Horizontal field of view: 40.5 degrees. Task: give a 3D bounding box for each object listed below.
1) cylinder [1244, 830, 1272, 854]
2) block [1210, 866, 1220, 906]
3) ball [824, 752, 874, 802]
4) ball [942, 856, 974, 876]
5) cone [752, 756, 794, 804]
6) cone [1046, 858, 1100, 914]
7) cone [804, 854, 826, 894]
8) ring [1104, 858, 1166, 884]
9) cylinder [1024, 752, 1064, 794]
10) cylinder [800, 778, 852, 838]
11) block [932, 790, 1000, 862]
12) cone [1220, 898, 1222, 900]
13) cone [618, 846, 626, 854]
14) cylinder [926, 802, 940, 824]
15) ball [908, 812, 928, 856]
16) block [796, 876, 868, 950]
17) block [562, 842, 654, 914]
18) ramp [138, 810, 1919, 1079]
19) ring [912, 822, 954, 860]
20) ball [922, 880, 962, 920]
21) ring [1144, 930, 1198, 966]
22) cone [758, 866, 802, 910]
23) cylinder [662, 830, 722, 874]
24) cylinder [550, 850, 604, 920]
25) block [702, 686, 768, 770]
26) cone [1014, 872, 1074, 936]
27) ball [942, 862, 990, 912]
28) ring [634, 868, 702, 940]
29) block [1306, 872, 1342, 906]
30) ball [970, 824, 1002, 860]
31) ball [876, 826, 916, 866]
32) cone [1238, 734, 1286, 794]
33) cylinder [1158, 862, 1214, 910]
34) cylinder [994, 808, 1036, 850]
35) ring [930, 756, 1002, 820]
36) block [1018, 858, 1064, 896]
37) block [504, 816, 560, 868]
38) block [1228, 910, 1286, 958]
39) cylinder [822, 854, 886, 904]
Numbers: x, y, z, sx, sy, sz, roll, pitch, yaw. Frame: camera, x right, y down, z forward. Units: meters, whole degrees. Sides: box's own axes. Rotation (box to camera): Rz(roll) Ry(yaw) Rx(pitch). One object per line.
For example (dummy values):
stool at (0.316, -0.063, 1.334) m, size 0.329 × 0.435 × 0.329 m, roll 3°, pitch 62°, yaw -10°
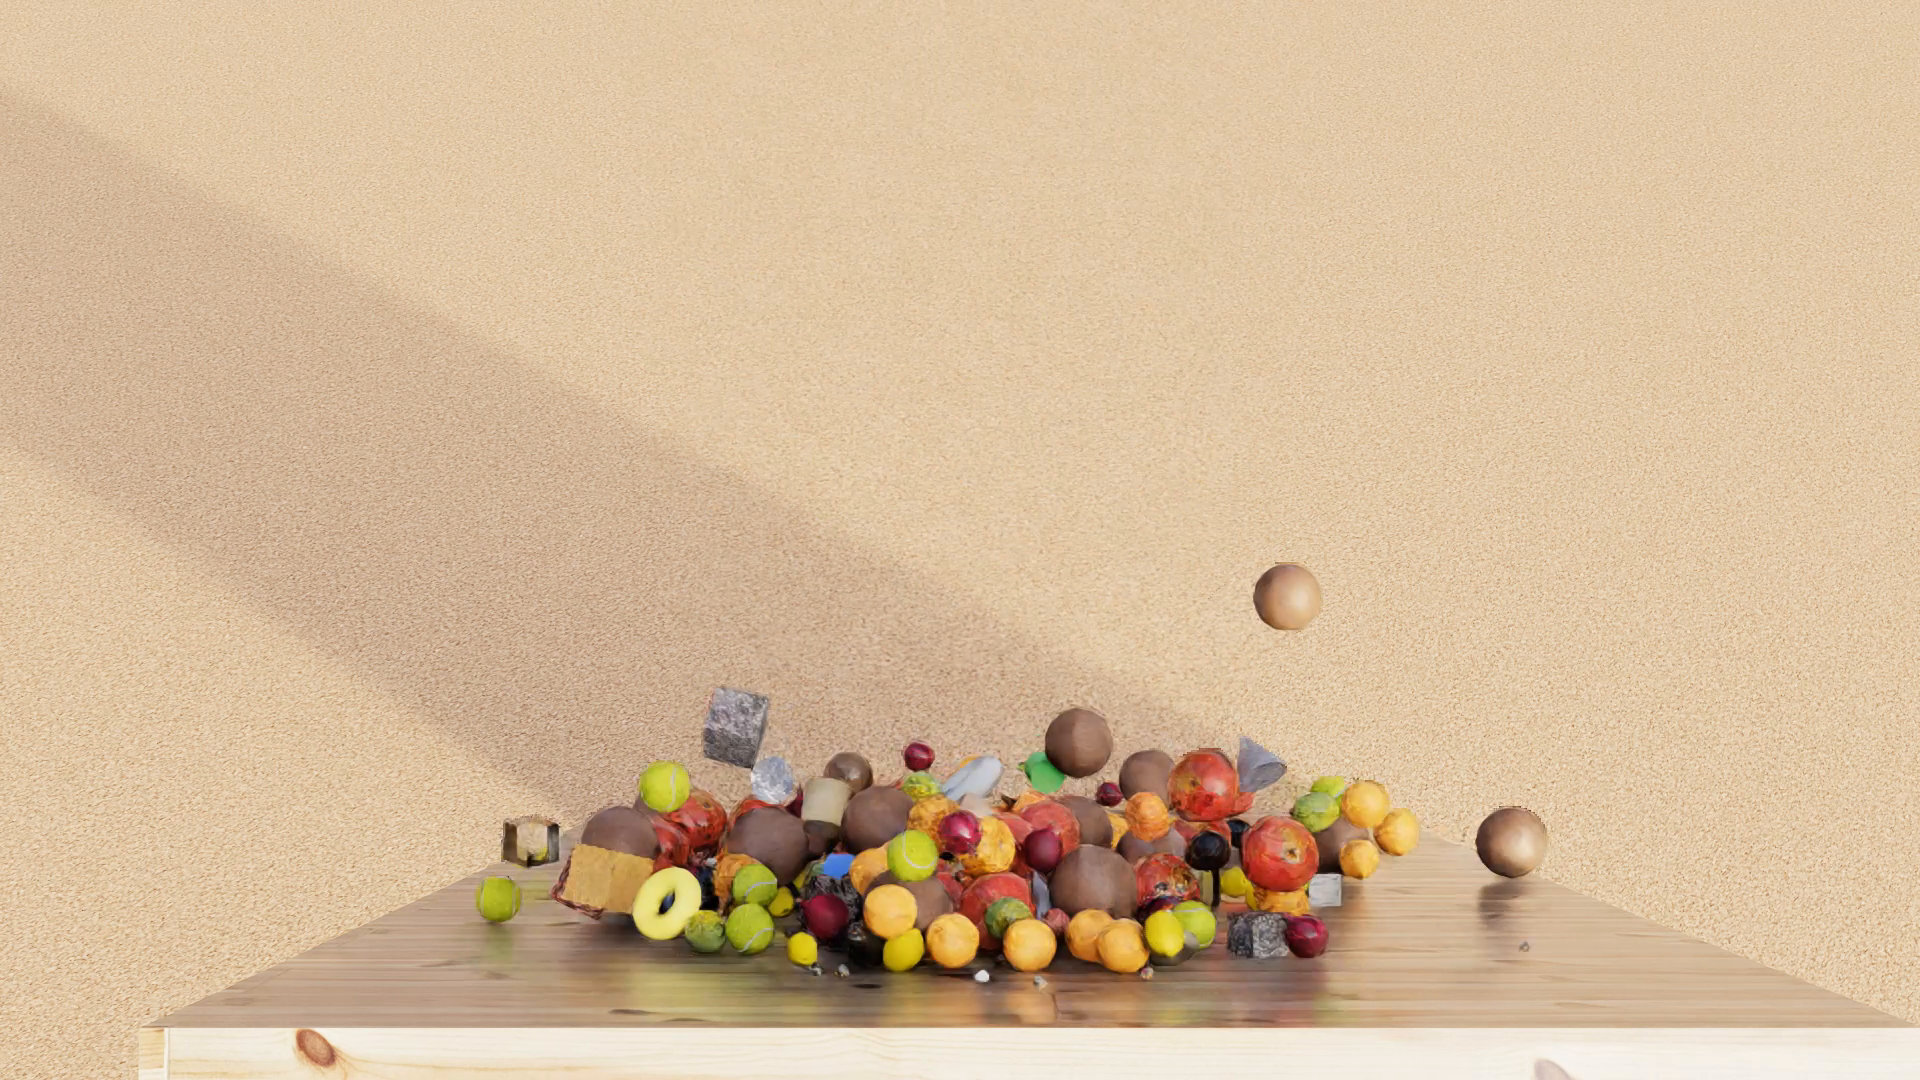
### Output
cylinder at (0.615, 0.624, 5.376) m, size 0.053 × 0.053 × 0.053 m, roll -1°, pitch 36°, yaw 12°
block at (0.385, 0.573, 4.304) m, size 0.063 × 0.063 × 0.063 m, roll 2°, pitch -2°, yaw -39°
ball at (-0.211, 0.447, 4.913) m, size 0.096 × 0.096 × 0.096 m, roll 0°, pitch 37°, yaw 0°
ball at (-0.001, 0.587, 4.586) m, size 0.060 × 0.060 × 0.060 m, roll 0°, pitch 37°, yaw 0°
cone at (-0.265, 0.358, 3.886) m, size 0.071 × 0.071 × 0.071 m, roll 17°, pitch 2°, yaw 22°
cone at (0.156, 0.560, 4.132) m, size 0.093 × 0.093 × 0.093 m, roll -11°, pitch 35°, yaw -43°
cone at (-0.237, 0.580, 4.542) m, size 0.072 × 0.072 × 0.072 m, roll 0°, pitch -2°, yaw 0°
ring at (0.322, 0.604, 4.732) m, size 0.122 × 0.041 × 0.122 m, roll -1°, pitch -3°, yaw 0°
cylinder at (0.162, 0.446, 4.995) m, size 0.066 × 0.066 × 0.066 m, roll -5°, pitch 10°, yaw -7°
cylinder at (-0.232, 0.461, 4.472) m, size 0.080 × 0.080 × 0.080 m, roll 4°, pitch 62°, yaw 6°
block at (0.009, 0.460, 4.180) m, size 0.067 × 0.067 × 0.067 m, roll 40°, pitch 38°, yaw -5°
cone at (0.412, 0.593, 4.389) m, size 0.070 × 0.070 × 0.070 m, roll 27°, pitch 37°, yaw -9°
cone at (-0.577, 0.565, 4.437) m, size 0.092 × 0.092 × 0.092 m, roll 0°, pitch -2°, yaw 0°
cylinder at (-0.024, 0.510, 4.655) m, size 0.072 × 0.072 × 0.072 m, roll 9°, pitch 15°, yaw -2°
ball at (-0.062, 0.604, 5.349) m, size 0.091 × 0.091 × 0.091 m, roll 0°, pitch 37°, yaw 0°
block at (-0.180, 0.525, 3.661) m, size 0.068 × 0.068 × 0.068 m, roll 10°, pitch 31°, yaw -27°
block at (-0.523, 0.506, 3.876) m, size 0.085 × 0.085 × 0.085 m, roll 7°, pitch -10°, yaw 35°
ramp at (0.081, 0.681, 4.910) m, size 2.000 × 0.100 × 4.000 m, roll 0°, pitch -2°, yaw 0°
ring at (-0.039, 0.490, 4.227) m, size 0.083 × 0.028 × 0.083 m, roll 20°, pitch 24°, yaw -10°
ball at (-0.027, 0.565, 4.077) m, size 0.062 × 0.062 × 0.062 m, roll 0°, pitch 37°, yaw 0°
ring at (0.281, 0.544, 3.462) m, size 0.075 × 0.075 × 0.025 m, roll -7°, pitch 56°, yaw -10°
cone at (-0.274, 0.584, 4.226) m, size 0.078 × 0.078 × 0.078 m, roll 28°, pitch 44°, yaw 17°
cylinder at (-0.502, 0.585, 4.878) m, size 0.085 × 0.085 × 0.085 m, roll -2°, pitch 34°, yaw 20°
cylinder at (-0.579, 0.533, 4.041) m, size 0.086 × 0.086 × 0.086 m, roll 23°, pitch 82°, yaw 27°
block at (-0.350, 0.292, 4.047) m, size 0.082 × 0.082 × 0.082 m, roll 13°, pitch 51°, yaw 3°
cone at (0.117, 0.532, 3.832) m, size 0.090 × 0.090 × 0.090 m, roll -7°, pitch 78°, yaw -9°
ball at (0.008, 0.560, 4.193) m, size 0.081 × 0.081 × 0.081 m, roll 0°, pitch 37°, yaw 0°
ring at (-0.414, 0.514, 3.679) m, size 0.110 × 0.037 × 0.110 m, roll -18°, pitch 50°, yaw 23°
block at (0.605, 0.580, 4.330) m, size 0.052 × 0.052 × 0.052 m, roll 0°, pitch -2°, yaw 1°
ball at (0.042, 0.602, 5.242) m, size 0.087 × 0.087 × 0.087 m, roll 0°, pitch 37°, yaw 0°
ball at (-0.124, 0.589, 4.998) m, size 0.077 × 0.077 × 0.077 m, roll 0°, pitch 37°, yaw 0°
cone at (0.504, 0.376, 4.522) m, size 0.092 × 0.092 × 0.092 m, roll -14°, pitch 56°, yaw -18°
cylinder at (0.365, 0.562, 4.219) m, size 0.074 × 0.074 × 0.074 m, roll -5°, pitch 34°, yaw 19°
cylinder at (0.103, 0.610, 5.479) m, size 0.084 × 0.084 × 0.084 m, roll -21°, pitch 5°, yaw -25°
ring at (0.011, 0.412, 4.308) m, size 0.048 × 0.144 × 0.144 m, roll 50°, pitch 46°, yaw -5°
block at (0.140, 0.583, 4.491) m, size 0.061 × 0.061 × 0.061 m, roll -1°, pitch -3°, yaw 26°
block at (-0.636, 0.449, 3.864) m, size 0.058 × 0.058 × 0.058 m, roll -4°, pitch 9°, yaw -44°
block at (0.412, 0.547, 3.613) m, size 0.058 × 0.058 × 0.058 m, roll 1°, pitch -3°, yaw -31°
cylinder at (-0.178, 0.568, 4.363) m, size 0.080 × 0.080 × 0.080 m, roll -1°, pitch 34°, yaw 24°
